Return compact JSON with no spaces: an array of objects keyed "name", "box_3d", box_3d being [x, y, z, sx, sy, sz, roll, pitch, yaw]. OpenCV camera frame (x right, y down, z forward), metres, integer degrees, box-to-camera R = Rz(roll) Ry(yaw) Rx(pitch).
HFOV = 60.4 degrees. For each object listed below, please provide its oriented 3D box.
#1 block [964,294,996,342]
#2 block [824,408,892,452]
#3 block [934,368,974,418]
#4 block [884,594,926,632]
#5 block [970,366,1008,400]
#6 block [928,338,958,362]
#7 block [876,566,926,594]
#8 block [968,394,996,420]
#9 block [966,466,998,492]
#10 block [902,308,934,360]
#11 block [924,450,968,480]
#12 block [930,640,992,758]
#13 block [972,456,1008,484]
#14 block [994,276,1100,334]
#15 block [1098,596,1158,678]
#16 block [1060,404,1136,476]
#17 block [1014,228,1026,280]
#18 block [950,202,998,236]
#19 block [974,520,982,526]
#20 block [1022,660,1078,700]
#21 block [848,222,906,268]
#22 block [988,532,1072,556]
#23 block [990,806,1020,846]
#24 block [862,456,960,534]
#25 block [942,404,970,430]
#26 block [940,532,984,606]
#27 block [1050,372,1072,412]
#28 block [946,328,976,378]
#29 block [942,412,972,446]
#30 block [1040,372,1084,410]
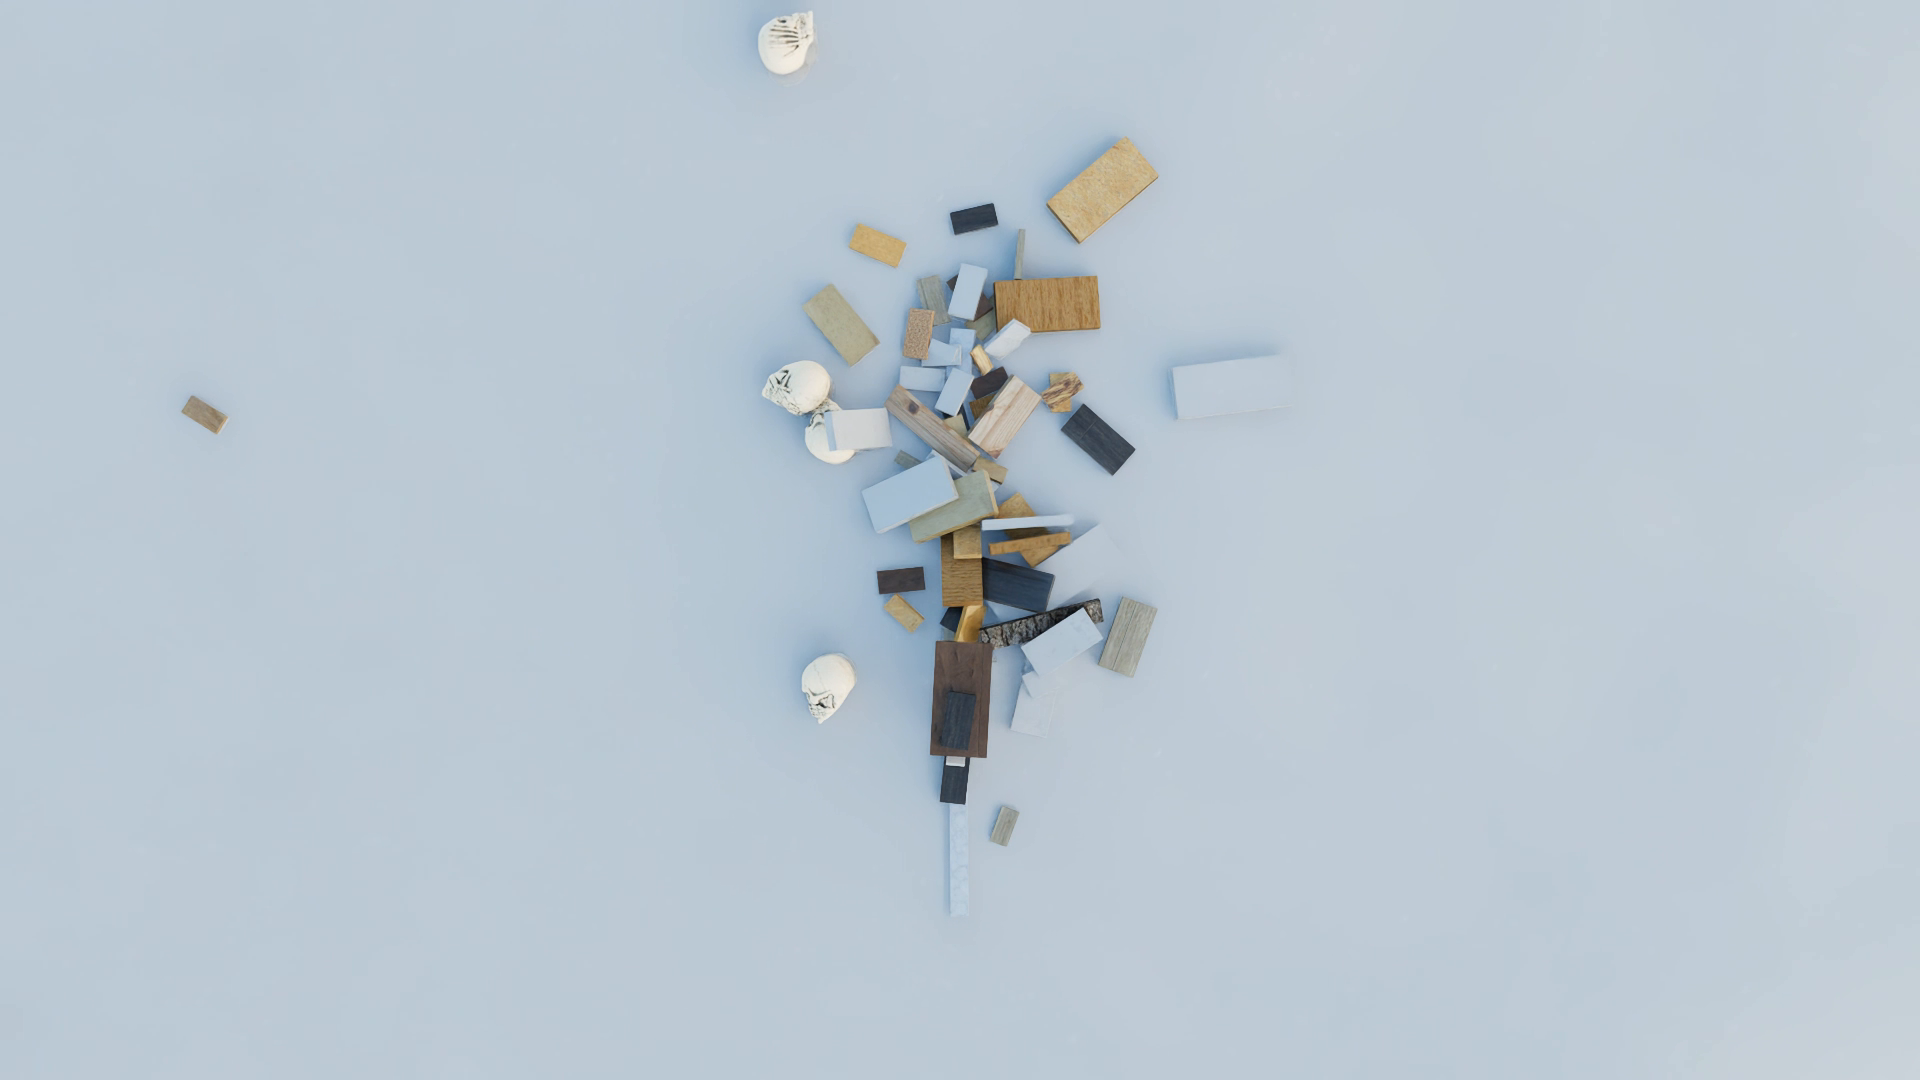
[{"name":"block","box_3d":[0.100,-0.748,5.488,0.082,0.023,0.164,44,90,0]},{"name":"block","box_3d":[-0.332,-0.361,5.393,0.036,0.255,0.127,-9,90,42]},{"name":"block","box_3d":[-0.018,-0.487,5.441,0.074,0.021,0.149,23,84,15]},{"name":"block","box_3d":[-0.186,0.243,5.480,0.129,0.018,0.064,42,110,0]},{"name":"block","box_3d":[0.098,-0.522,5.491,0.130,0.018,0.065,-25,90,0]},{"name":"block","box_3d":[-0.057,-0.628,5.454,0.093,0.013,0.046,24,97,15]},{"name":"block","box_3d":[-0.195,0.135,5.489,0.155,0.022,0.077,-6,90,0]},{"name":"block","box_3d":[0.101,-0.448,5.491,0.130,0.018,0.065,-19,90,0]},{"name":"block","box_3d":[0.069,-0.194,5.480,0.111,0.016,0.055,44,73,5]},{"name":"block","box_3d":[-0.138,-0.685,5.471,0.081,0.023,0.161,10,94,18]},{"name":"block","box_3d":[-0.044,-0.210,5.458,0.181,0.026,0.090,36,123,-4]},{"name":"block","box_3d":[0.004,0.493,5.121,0.177,0.050,0.354,3,90,0]},{"name":"block","box_3d":[0.100,-0.232,5.480,0.111,0.016,0.055,24,69,-3]},{"name":"block","box_3d":[0.288,-0.777,5.461,0.342,0.048,0.171,-4,90,-5]},{"name":"block","box_3d":[0.557,0.322,5.483,0.122,0.035,0.244,20,90,0]},{"name":"block","box_3d":[0.459,-0.333,5.484,0.232,0.033,0.116,41,90,0]},{"name":"block","box_3d":[0.198,-0.941,5.459,0.023,0.082,0.164,5,90,0]},{"name":"block","box_3d":[0.047,-1.067,5.489,0.149,0.021,0.075,-13,90,0]},{"name":"block","box_3d":[0.050,-0.103,5.464,0.055,0.016,0.111,8,61,6]},{"name":"block","box_3d":[0.298,0.450,5.453,0.171,0.024,0.086,-26,90,0]},{"name":"block","box_3d":[-0.274,-0.979,5.488,0.174,0.025,0.087,23,90,0]},{"name":"block","box_3d":[0.228,0.011,5.401,0.264,0.132,0.037,-9,91,0]},{"name":"block","box_3d":[0.148,0.954,5.491,0.061,0.017,0.122,20,90,0]},{"name":"block","box_3d":[-0.164,-0.149,5.420,0.298,0.042,0.149,-24,77,17]},{"name":"block","box_3d":[-0.017,-0.412,5.489,0.074,0.021,0.149,-16,90,0]},{"name":"block","box_3d":[0.005,0.090,5.425,0.132,0.037,0.264,-2,64,0]},{"name":"block","box_3d":[0.334,-0.491,5.491,0.065,0.018,0.130,-3,90,0]},{"name":"block","box_3d":[0.004,-0.618,5.474,0.082,0.023,0.164,7,92,16]},{"name":"block","box_3d":[-0.008,-0.339,5.467,0.074,0.021,0.149,-18,107,1]},{"name":"block","box_3d":[0.340,-0.495,5.472,0.134,0.019,0.067,-34,90,0]}]
